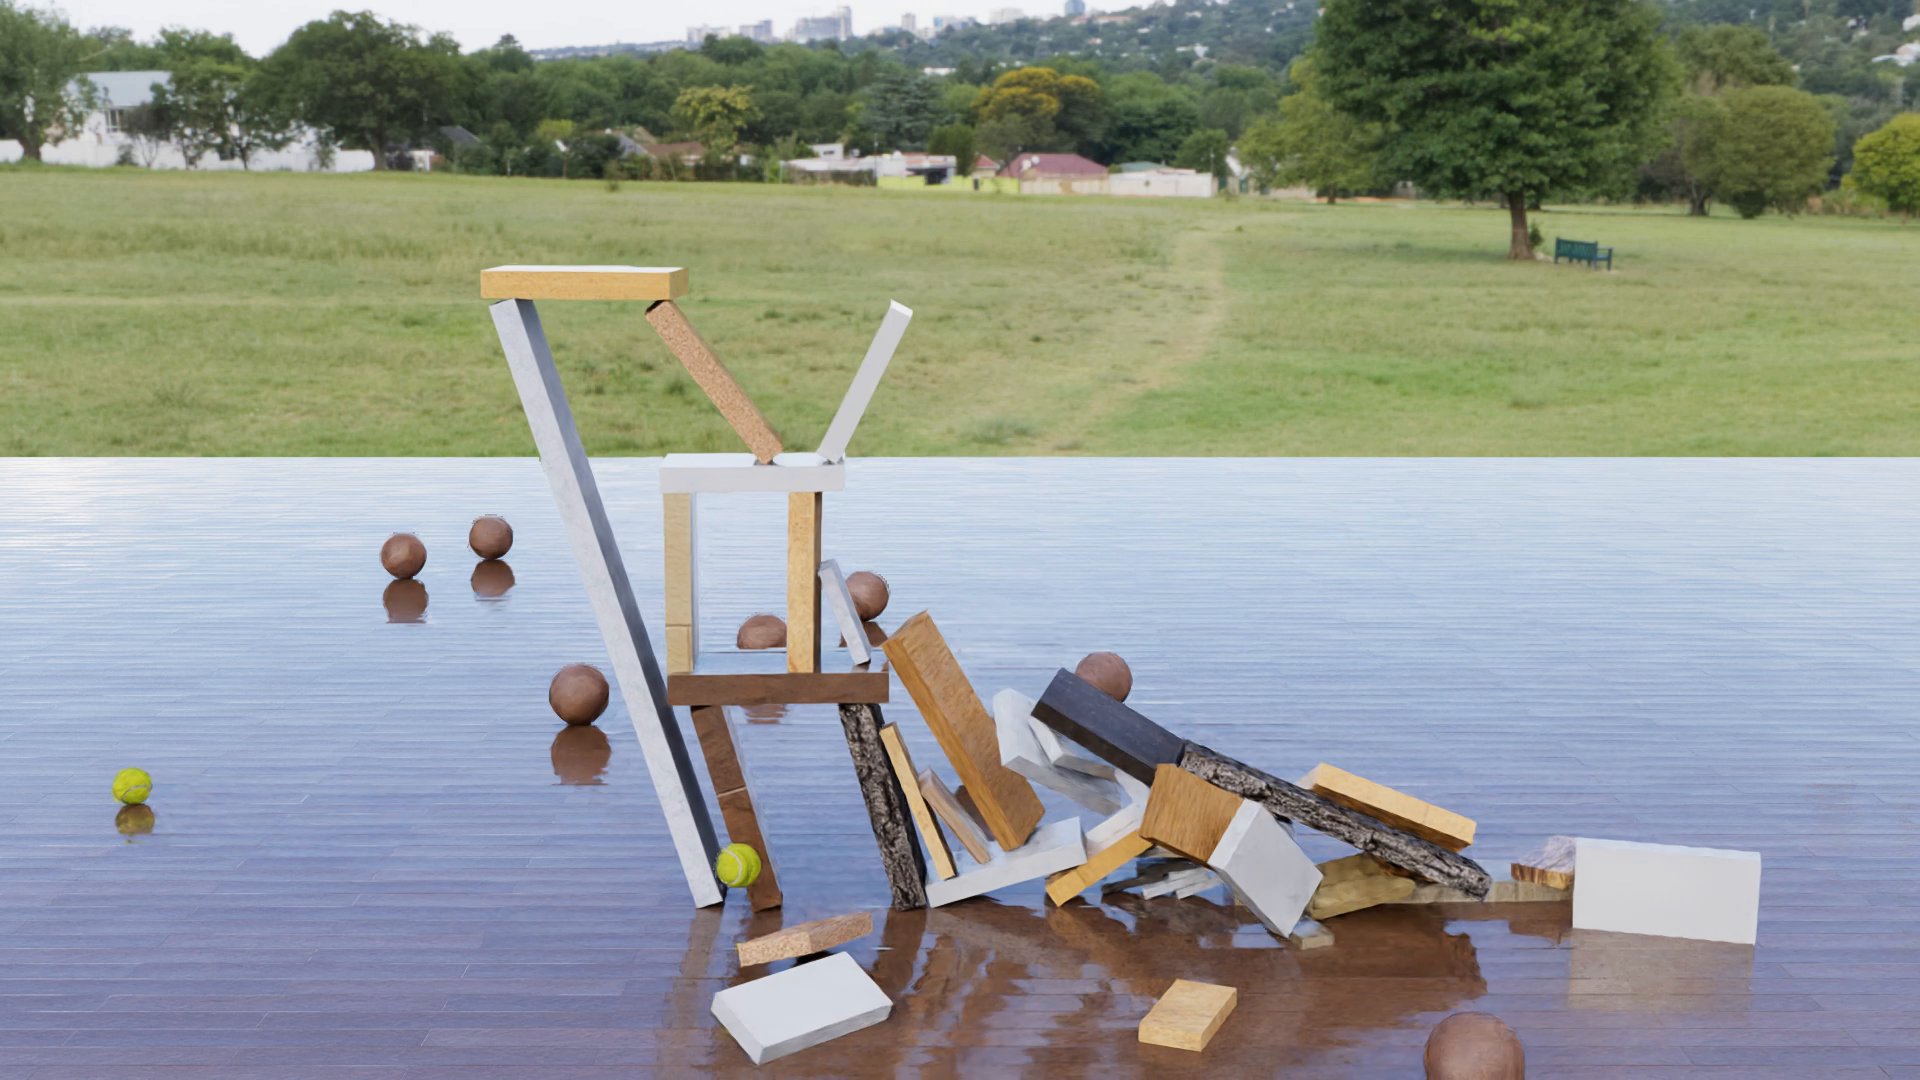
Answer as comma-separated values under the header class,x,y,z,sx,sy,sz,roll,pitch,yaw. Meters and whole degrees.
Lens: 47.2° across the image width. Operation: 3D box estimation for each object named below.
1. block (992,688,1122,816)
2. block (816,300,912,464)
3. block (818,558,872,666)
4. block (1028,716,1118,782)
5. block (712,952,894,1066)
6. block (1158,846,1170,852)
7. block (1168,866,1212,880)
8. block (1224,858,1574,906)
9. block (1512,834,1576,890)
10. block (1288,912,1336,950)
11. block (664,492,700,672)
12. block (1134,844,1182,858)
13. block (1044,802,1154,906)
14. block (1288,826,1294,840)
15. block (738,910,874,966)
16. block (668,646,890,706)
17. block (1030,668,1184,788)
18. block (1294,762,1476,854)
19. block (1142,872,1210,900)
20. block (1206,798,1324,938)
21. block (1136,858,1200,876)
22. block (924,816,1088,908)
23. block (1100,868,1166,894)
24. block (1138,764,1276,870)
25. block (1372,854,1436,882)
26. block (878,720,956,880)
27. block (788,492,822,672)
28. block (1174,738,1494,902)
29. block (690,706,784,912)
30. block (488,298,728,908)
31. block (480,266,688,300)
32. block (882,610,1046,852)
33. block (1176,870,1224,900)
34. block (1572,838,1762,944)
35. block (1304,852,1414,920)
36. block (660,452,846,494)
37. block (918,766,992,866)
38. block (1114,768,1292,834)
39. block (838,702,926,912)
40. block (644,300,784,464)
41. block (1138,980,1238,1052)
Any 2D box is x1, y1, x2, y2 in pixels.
class,x,y,z,sx,sy,sz,roll,pitch,yaw
block,0.159,0.346,3.572,0.037,0.130,0.259,-33,-44,29
block,-0.152,-0.253,3.509,0.037,0.259,0.130,27,9,-5
block,-0.187,0.115,3.576,0.023,0.165,0.082,-21,10,5
block,0.193,0.334,3.547,0.181,0.026,0.090,21,30,-47
block,-0.221,0.657,3.097,0.232,0.033,0.116,-10,38,-42
block,0.423,0.484,3.636,0.187,0.027,0.094,-1,16,9
block,0.398,0.535,3.651,0.111,0.016,0.055,-15,13,4
block,0.825,0.571,3.683,0.752,0.033,0.117,0,11,-3
block,1.008,0.539,3.690,0.094,0.027,0.187,8,13,36
block,0.540,0.616,3.482,0.058,0.016,0.116,-4,11,-19
block,-0.449,0.056,3.550,0.041,0.290,0.145,0,11,-2
block,0.342,0.509,3.647,0.107,0.015,0.054,-1,16,10
block,0.261,0.499,3.652,0.267,0.038,0.134,-34,8,8
block,0.514,0.535,3.896,0.090,0.026,0.181,7,12,32
block,-0.230,0.600,3.314,0.116,0.033,0.232,-14,-7,20
block,-0.293,0.221,3.588,0.352,0.050,0.176,-1,11,-3
block,0.237,0.300,3.507,0.232,0.033,0.116,31,31,6
block,0.698,0.455,3.649,0.276,0.039,0.138,21,-26,-4
block,0.356,0.565,3.660,0.111,0.016,0.055,-18,11,2
block,0.472,0.508,3.389,0.033,0.117,0.233,17,-23,45
block,0.349,0.533,3.647,0.107,0.015,0.054,-11,14,16
block,0.077,0.534,3.652,0.267,0.038,0.134,-17,10,5
block,0.291,0.564,3.680,0.107,0.015,0.054,-15,9,13
block,0.385,0.442,3.407,0.233,0.117,0.033,28,-20,-32
block,0.735,0.532,3.609,0.116,0.016,0.058,12,24,-33
block,-0.069,0.425,3.599,0.023,0.261,0.082,-23,1,3
block,-0.251,0.055,3.553,0.041,0.290,0.145,1,11,1
block,0.595,0.446,3.534,0.520,0.039,0.138,23,3,2
block,-0.369,0.418,3.630,0.050,0.352,0.176,-17,12,-3
block,-0.562,0.101,3.576,0.042,1.029,0.148,-17,11,2
block,-0.589,-0.406,3.468,0.296,0.042,0.148,1,11,4
block,0.008,0.317,3.666,0.037,0.402,0.130,-28,7,26
block,0.410,0.564,3.665,0.111,0.016,0.055,-20,11,2
block,1.116,0.554,3.480,0.276,0.138,0.039,3,12,16
block,0.637,0.562,3.597,0.187,0.027,0.094,-11,36,-17
block,-0.329,-0.108,3.523,0.290,0.041,0.145,-1,11,-2
block,-0.009,0.454,3.622,0.023,0.165,0.082,-35,18,7
block,0.393,0.419,3.553,0.267,0.038,0.134,14,18,-26
block,-0.126,0.417,3.637,0.050,0.352,0.176,-15,10,2
block,-0.390,-0.257,3.497,0.042,0.296,0.148,-38,12,1
block,0.326,0.676,3.135,0.090,0.026,0.181,4,11,22
